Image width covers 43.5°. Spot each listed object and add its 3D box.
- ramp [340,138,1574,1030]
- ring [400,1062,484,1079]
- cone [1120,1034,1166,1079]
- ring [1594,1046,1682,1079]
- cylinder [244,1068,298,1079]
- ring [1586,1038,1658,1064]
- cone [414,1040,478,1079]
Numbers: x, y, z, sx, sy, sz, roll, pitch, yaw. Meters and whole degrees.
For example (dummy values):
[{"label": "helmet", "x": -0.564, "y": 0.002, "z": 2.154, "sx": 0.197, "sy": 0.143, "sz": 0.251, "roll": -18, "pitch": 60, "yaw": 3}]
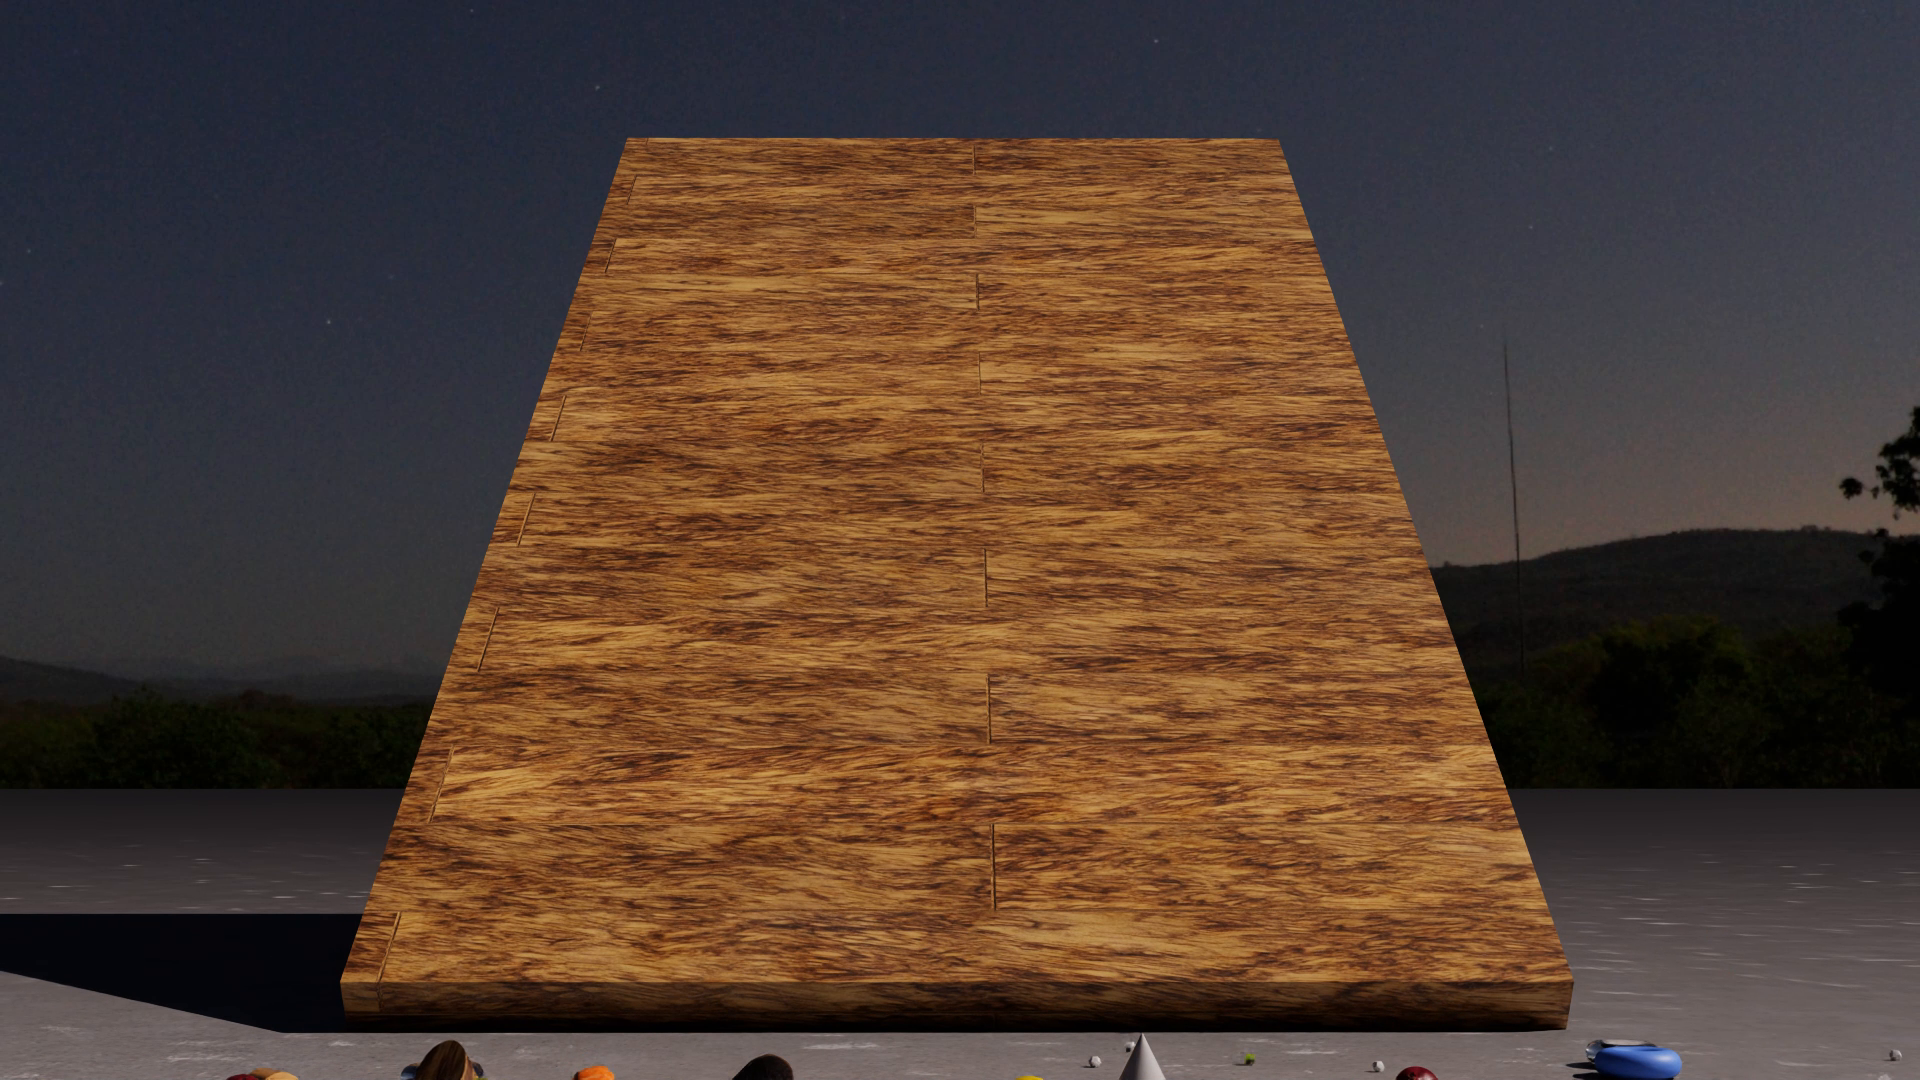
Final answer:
[{"label": "ramp", "x": -0.012, "y": -0.216, "z": 5.666, "sx": 2.000, "sy": 0.100, "sz": 4.000, "roll": 0, "pitch": 29, "yaw": 0}, {"label": "ring", "x": -0.682, "y": 0.707, "z": 3.165, "sx": 0.108, "sy": 0.036, "sz": 0.108, "roll": -1, "pitch": -6, "yaw": 0}, {"label": "cone", "x": 0.231, "y": 0.667, "z": 3.038, "sx": 0.090, "sy": 0.090, "sz": 0.090, "roll": 0, "pitch": -6, "yaw": 0}, {"label": "ring", "x": 0.933, "y": 0.720, "z": 3.308, "sx": 0.116, "sy": 0.039, "sz": 0.116, "roll": 0, "pitch": -7, "yaw": 0}, {"label": "cylinder", "x": -0.839, "y": 0.673, "z": 2.925, "sx": 0.055, "sy": 0.055, "sz": 0.055, "roll": 5, "pitch": -7, "yaw": -39}, {"label": "ring", "x": 0.947, "y": 0.735, "z": 3.435, "sx": 0.105, "sy": 0.035, "sz": 0.105, "roll": 0, "pitch": -5, "yaw": 0}, {"label": "cone", "x": -0.625, "y": 0.691, "z": 3.034, "sx": 0.090, "sy": 0.090, "sz": 0.090, "roll": -5, "pitch": -34, "yaw": 40}]
